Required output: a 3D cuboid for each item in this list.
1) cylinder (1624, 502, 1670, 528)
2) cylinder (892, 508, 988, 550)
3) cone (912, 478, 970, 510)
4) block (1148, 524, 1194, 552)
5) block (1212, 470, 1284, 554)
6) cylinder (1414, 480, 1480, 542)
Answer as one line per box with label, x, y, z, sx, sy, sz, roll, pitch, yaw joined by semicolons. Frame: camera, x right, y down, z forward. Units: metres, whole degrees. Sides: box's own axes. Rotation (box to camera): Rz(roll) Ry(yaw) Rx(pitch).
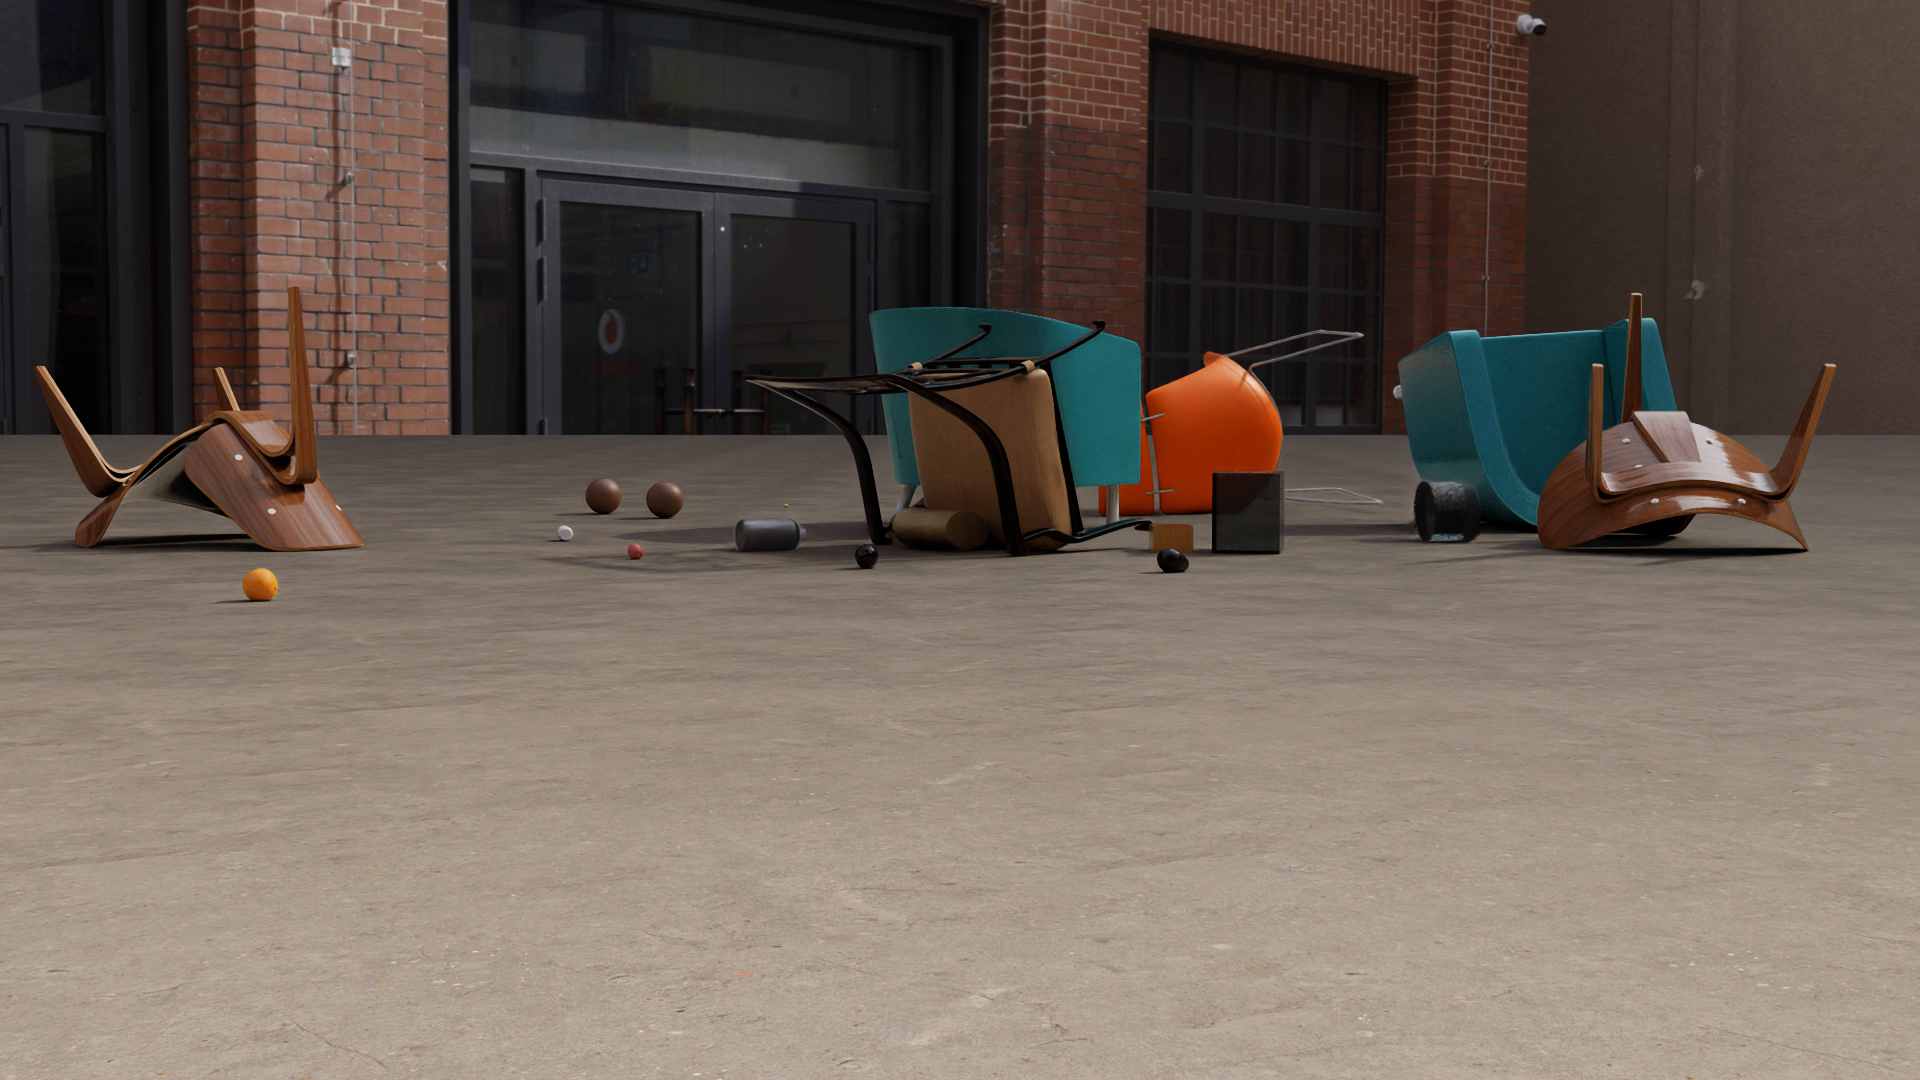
cylinder;2.250;-0.082;7.197;0.149;0.075;0.126;-1;4;-15
cylinder;-0.054;-0.030;6.177;0.193;0.107;0.194;3;-4;38
cone;-0.104;-0.149;8.286;0.224;0.119;0.176;-16;-6;39
block;0.585;-0.005;6.102;0.109;0.071;0.129;0;4;-1
block;0.798;-0.078;6.082;0.183;0.219;0.197;1;4;12
cylinder;1.435;-0.085;6.488;0.131;0.170;0.194;-1;40;-7
